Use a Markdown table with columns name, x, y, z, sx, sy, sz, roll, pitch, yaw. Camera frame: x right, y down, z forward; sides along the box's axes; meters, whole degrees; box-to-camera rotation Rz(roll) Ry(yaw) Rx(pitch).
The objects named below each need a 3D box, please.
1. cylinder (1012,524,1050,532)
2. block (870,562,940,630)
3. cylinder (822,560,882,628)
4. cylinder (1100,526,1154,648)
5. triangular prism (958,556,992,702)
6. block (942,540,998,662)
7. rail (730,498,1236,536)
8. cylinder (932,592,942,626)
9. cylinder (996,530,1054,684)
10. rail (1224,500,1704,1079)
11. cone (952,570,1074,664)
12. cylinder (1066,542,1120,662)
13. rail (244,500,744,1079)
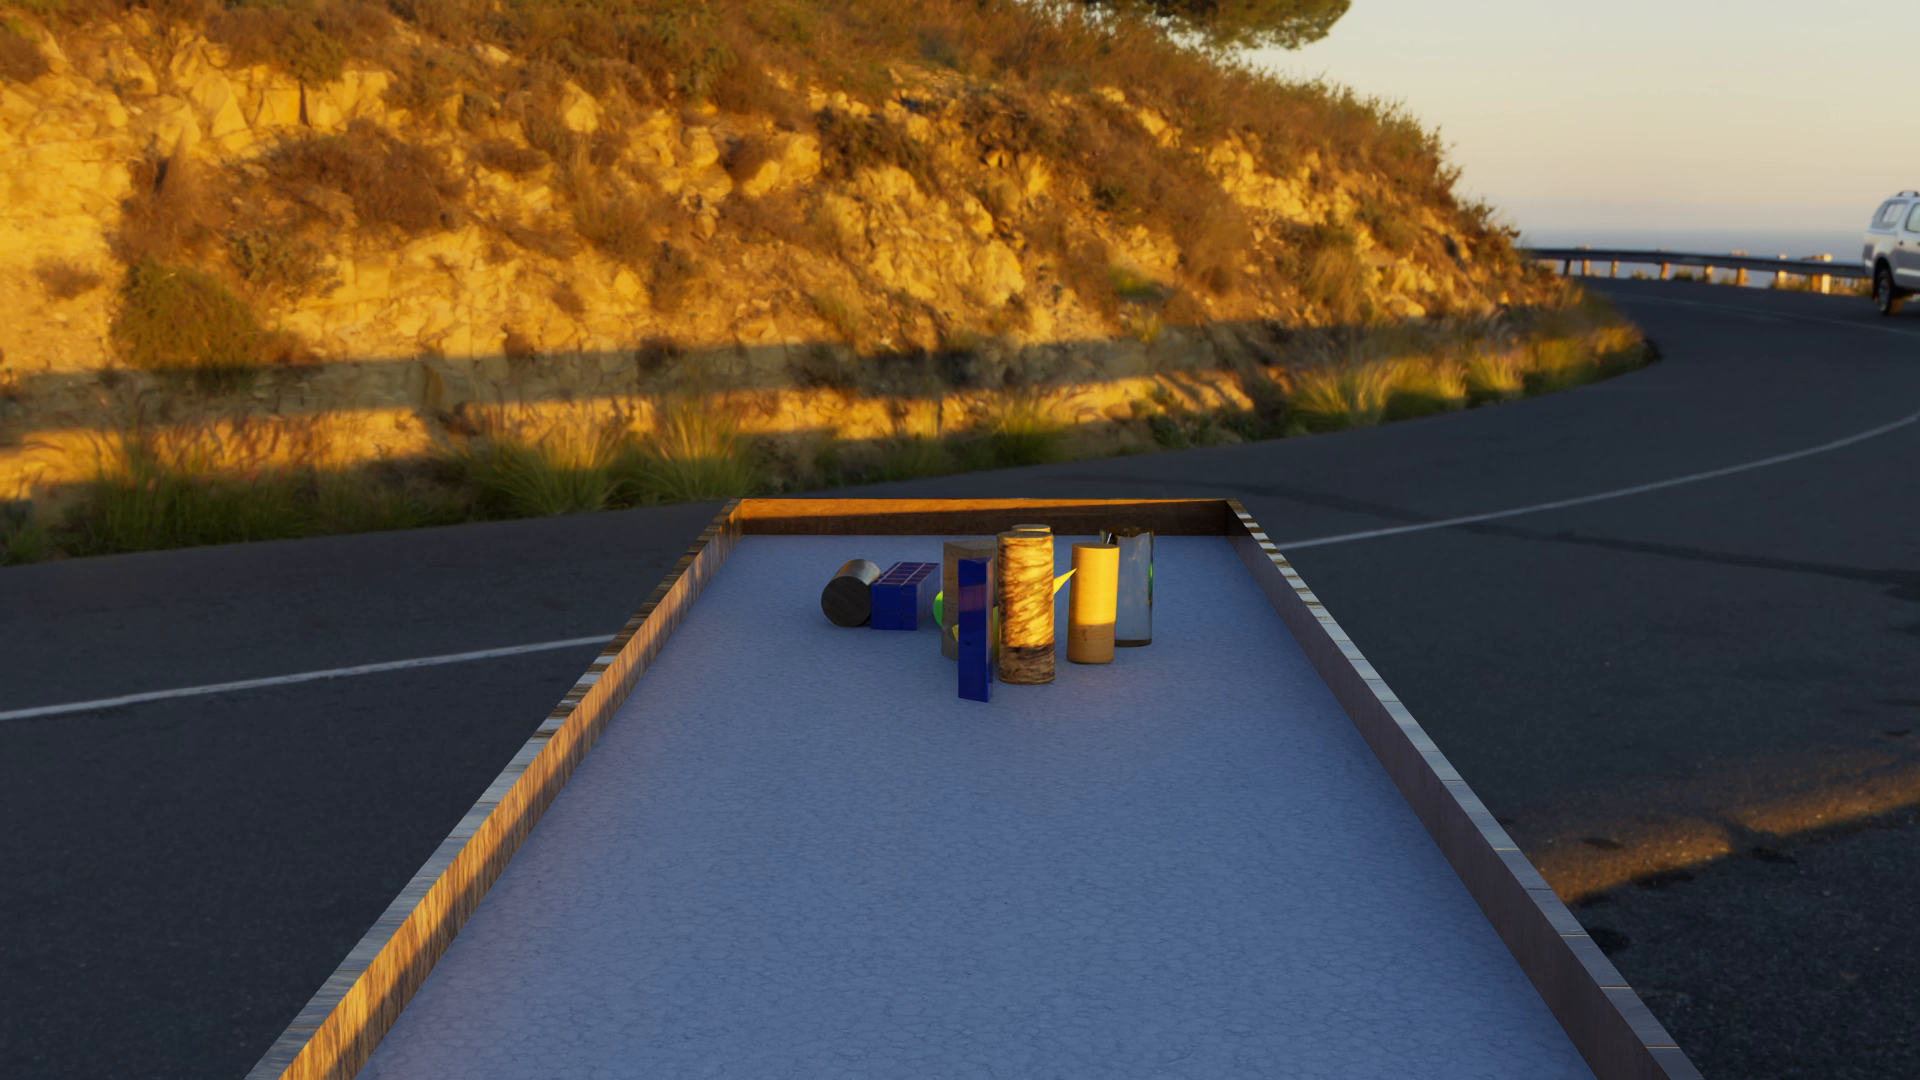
| name | x | y | z | sx | sy | sz | roll | pitch | yaw |
| --- | --- | --- | --- | --- | --- | --- | --- | --- | --- |
| cylinder | 0.224 | 0.139 | 6.962 | 0.121 | 0.366 | 0.121 | 0 | 9 | 0 |
| block | -0.179 | 0.185 | 7.360 | 0.150 | 0.150 | 0.440 | 1 | 9 | 9 |
| cylinder | -0.357 | 0.175 | 7.360 | 0.170 | 0.170 | 0.343 | 1 | 9 | 4 |
| cylinder | 0.523 | 0.146 | 6.942 | 0.170 | 0.359 | 0.170 | 0 | 9 | 0 |
| triangular prism | 0.063 | 0.248 | 6.178 | 0.103 | 0.396 | 0.089 | 7 | 11 | 38 |
| block | 0.063 | 0.186 | 6.704 | 0.171 | 0.350 | 0.171 | -4 | 10 | -30 |
| rail | 0.099 | -0.098 | 9.147 | 2.100 | 0.150 | 0.050 | 0 | 9 | 1 |
| cylinder | 0.045 | 0.197 | 7.299 | 0.146 | 0.146 | 0.397 | 3 | 10 | 19 |
| cylinder | 0.192 | 0.195 | 6.406 | 0.165 | 0.427 | 0.165 | -1 | 8 | 0 |
| rail | 1.046 | 0.843 | 3.208 | 0.050 | 0.150 | 12.000 | 0 | 9 | 1 |
| cone | 0.190 | 0.205 | 6.575 | 0.413 | 0.165 | 0.165 | -36 | 21 | -15 |
| cylinder | 0.404 | 0.189 | 6.684 | 0.144 | 0.348 | 0.144 | 2 | 8 | 0 |
| rail | -1.004 | 0.839 | 3.234 | 0.050 | 0.150 | 12.000 | 0 | 9 | 1 |
